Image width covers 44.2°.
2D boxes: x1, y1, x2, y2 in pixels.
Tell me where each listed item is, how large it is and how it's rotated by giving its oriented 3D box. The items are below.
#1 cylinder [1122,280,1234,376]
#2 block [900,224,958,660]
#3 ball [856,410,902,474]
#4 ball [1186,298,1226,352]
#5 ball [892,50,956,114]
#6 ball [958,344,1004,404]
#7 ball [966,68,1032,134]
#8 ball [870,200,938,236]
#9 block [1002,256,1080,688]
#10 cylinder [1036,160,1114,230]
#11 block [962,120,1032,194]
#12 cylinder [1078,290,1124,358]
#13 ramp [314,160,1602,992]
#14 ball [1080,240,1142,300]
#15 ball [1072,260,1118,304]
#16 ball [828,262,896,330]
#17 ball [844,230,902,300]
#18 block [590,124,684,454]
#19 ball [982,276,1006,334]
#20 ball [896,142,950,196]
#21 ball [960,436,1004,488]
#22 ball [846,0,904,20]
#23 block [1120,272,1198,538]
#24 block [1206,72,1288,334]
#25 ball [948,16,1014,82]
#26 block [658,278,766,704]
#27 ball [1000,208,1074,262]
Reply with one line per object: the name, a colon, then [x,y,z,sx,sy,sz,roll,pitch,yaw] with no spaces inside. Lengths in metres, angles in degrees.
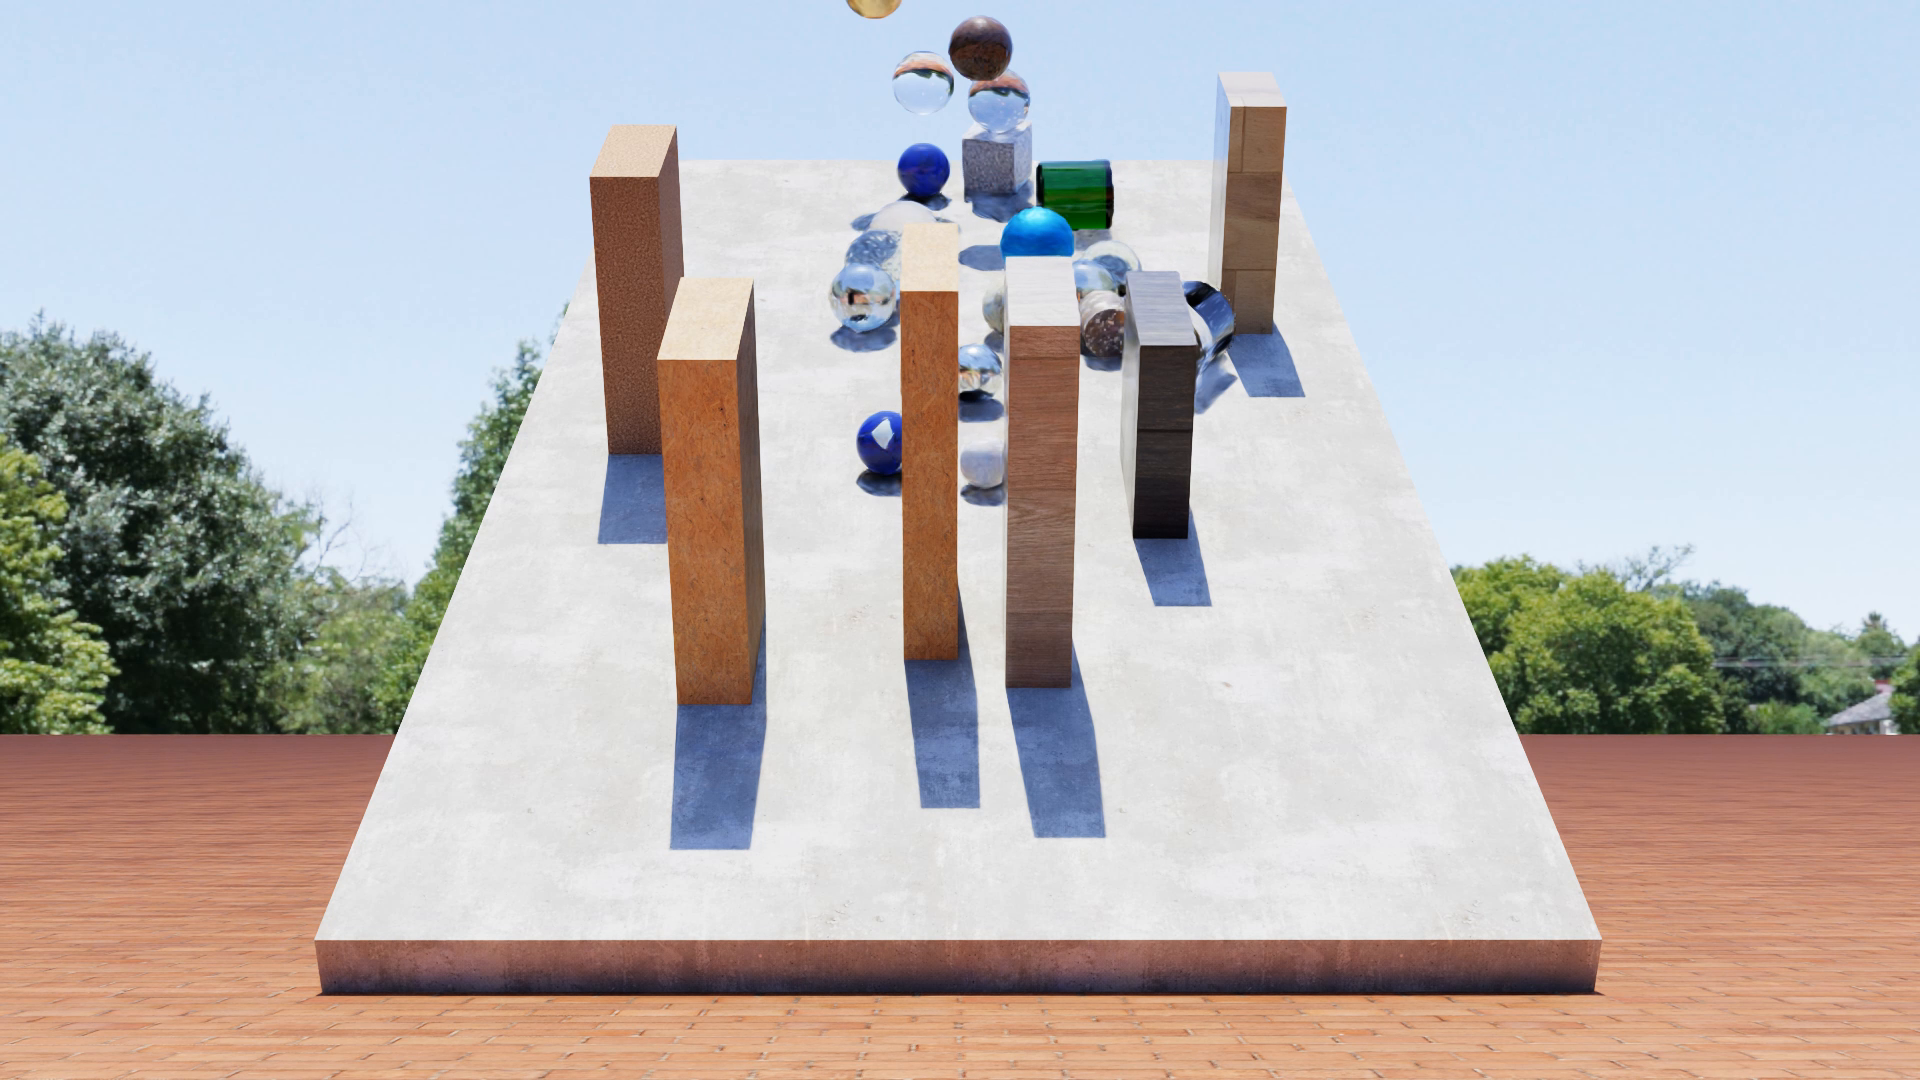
cylinder: [0.525,-0.494,5.675,0.207,0.207,0.207,-3,22,30]
block: [-0.056,-0.185,4.458,0.102,0.739,0.360,0,27,0]
ball: [-0.160,-0.214,5.184,0.140,0.140,0.140,0,-5,0]
ball: [0.589,-0.529,5.832,0.131,0.131,0.131,0,-5,0]
ball: [-0.104,-1.302,6.732,0.181,0.181,0.181,0,-5,0]
ball: [0.033,-0.390,5.539,0.140,0.140,0.140,0,-5,0]
ball: [0.114,-1.278,6.875,0.187,0.187,0.187,0,-5,0]
ball: [-0.148,-0.813,6.326,0.194,0.194,0.194,0,-5,0]
block: [0.144,-0.125,4.365,0.122,0.715,0.349,0,27,0]
cylinder: [0.321,-0.967,6.636,0.193,0.193,0.193,-3,-4,-5]
block: [0.111,-1.139,6.992,0.162,0.162,0.162,10,36,18]
cylinder: [0.360,-0.535,5.843,0.130,0.130,0.130,1,26,-9]
ramp: [-0.010,-0.228,5.483,2.000,0.100,4.000,0,27,0]
ball: [0.385,-0.689,6.104,0.171,0.171,0.171,0,-5,0]
ball: [0.312,-0.620,5.964,0.175,0.175,0.175,0,-5,0]
ball: [-0.245,-0.613,5.948,0.172,0.172,0.172,0,-5,0]
ball: [-0.206,-0.706,6.113,0.193,0.193,0.193,0,-5,0]
block: [-0.714,-0.566,5.322,0.146,0.646,0.383,0,27,0]
ball: [0.129,-0.586,5.922,0.149,0.149,0.149,0,-5,0]
ball: [-0.107,-1.082,6.905,0.157,0.157,0.157,0,-5,0]
ball: [0.055,-0.168,5.125,0.113,0.113,0.113,0,-5,0]
ball: [-0.247,-1.593,6.811,0.182,0.182,0.182,0,-5,0]
block: [0.416,-0.292,5.017,0.115,0.433,0.427,0,27,0]
block: [0.719,-0.851,5.966,0.136,0.587,0.308,0,27,0]
ball: [0.058,-1.361,6.549,0.181,0.181,0.181,0,-5,0]
block: [-0.448,-0.092,4.338,0.134,0.678,0.400,0,27,0]
ball: [0.206,-0.782,6.261,0.197,0.197,0.197,0,-5,0]
